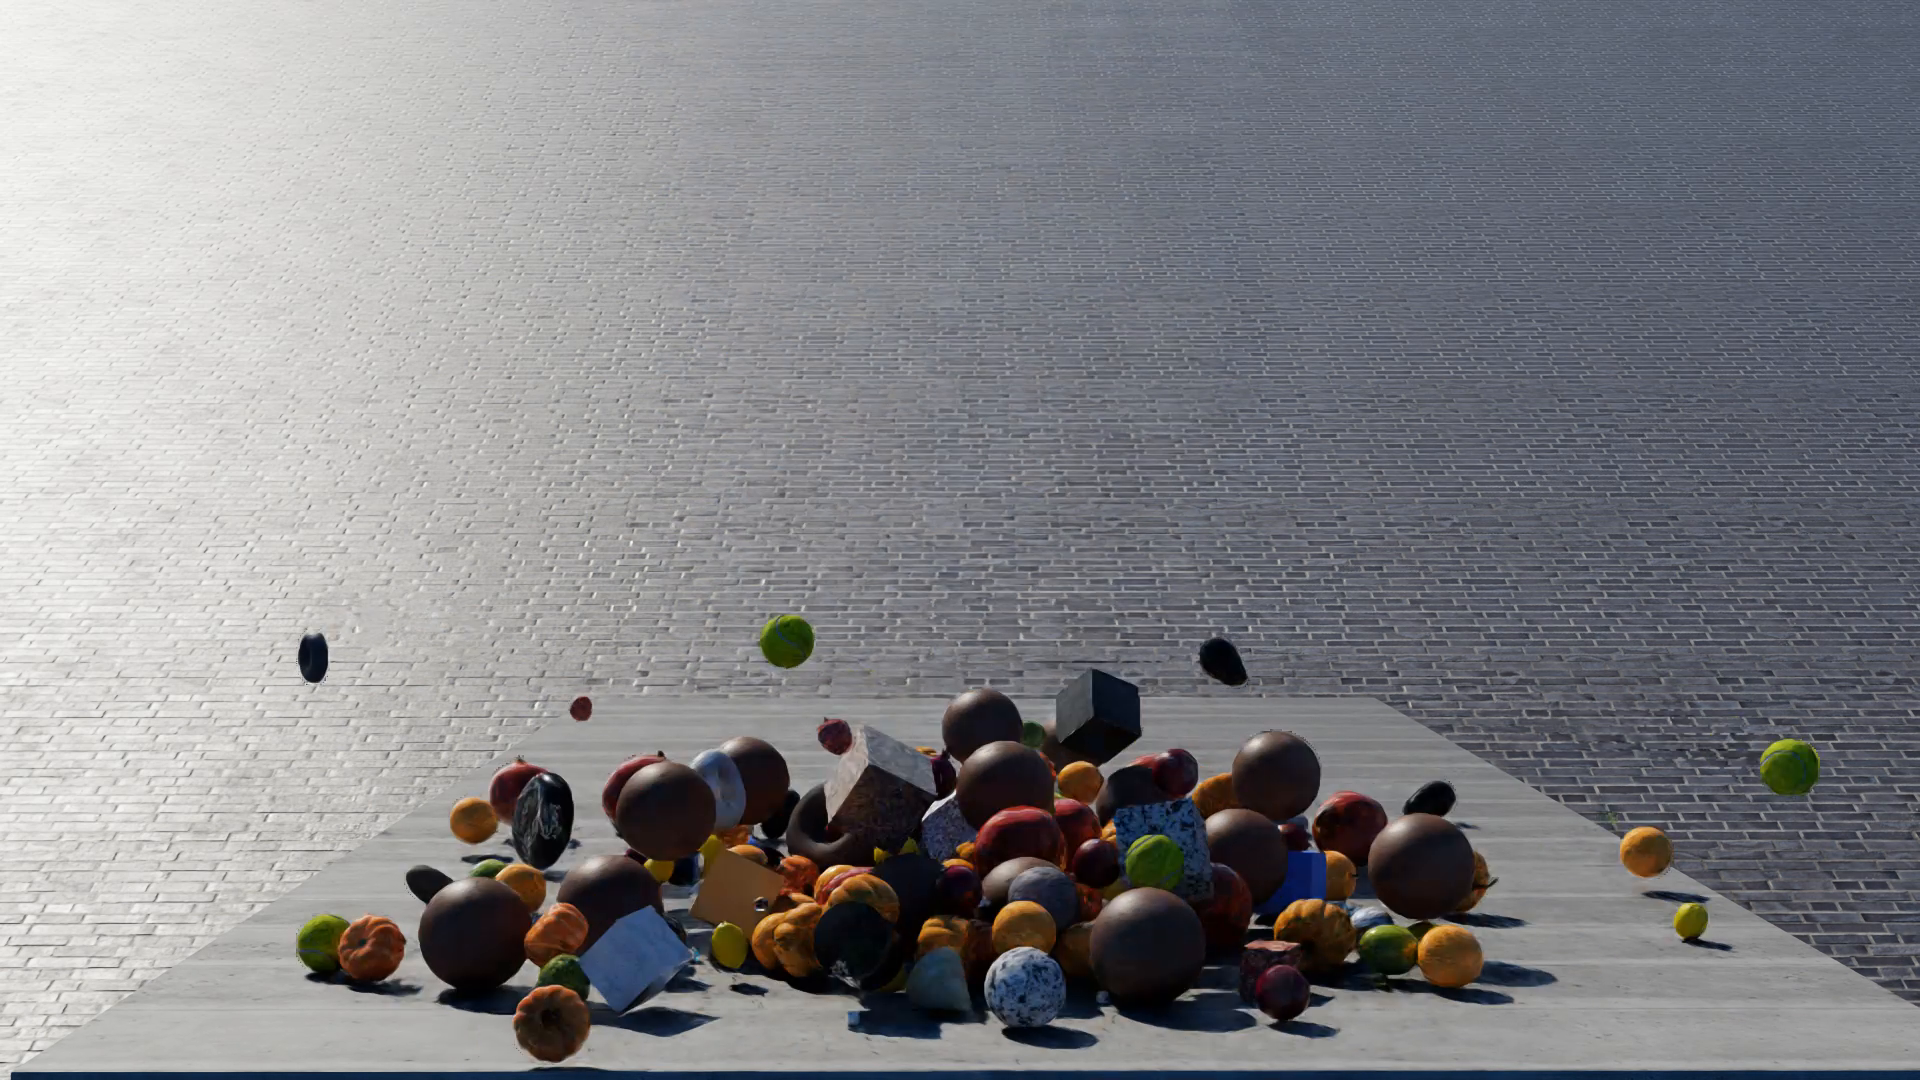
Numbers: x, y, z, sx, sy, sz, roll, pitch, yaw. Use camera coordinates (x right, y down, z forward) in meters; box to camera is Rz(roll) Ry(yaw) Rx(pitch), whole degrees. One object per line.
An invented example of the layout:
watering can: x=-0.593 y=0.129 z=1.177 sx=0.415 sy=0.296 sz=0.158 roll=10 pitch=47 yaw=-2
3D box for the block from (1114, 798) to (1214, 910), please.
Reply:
block: x=0.246 y=0.378 z=3.100 sx=0.096 sy=0.096 sz=0.096 roll=-11 pitch=62 yaw=12

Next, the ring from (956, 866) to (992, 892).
ring: x=0.036 y=0.479 z=3.647 sx=0.083 sy=0.028 sz=0.083 roll=1 pitch=1 yaw=0

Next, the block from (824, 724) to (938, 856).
block: x=-0.096 y=0.300 z=3.095 sx=0.094 sy=0.094 sz=0.094 roll=28 pitch=19 yaw=-18

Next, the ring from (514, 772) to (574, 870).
ring: x=-0.614 y=0.413 z=3.793 sx=0.048 sy=0.143 sz=0.143 roll=12 pitch=16 yaw=-32

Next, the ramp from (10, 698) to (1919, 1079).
ramp: x=0.057 y=0.514 z=4.555 sx=2.000 sy=0.100 sz=4.000 roll=0 pitch=2 yaw=0

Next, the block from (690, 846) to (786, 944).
block: x=-0.273 y=0.436 z=3.156 sx=0.087 sy=0.087 sz=0.087 roll=26 pitch=-13 yaw=-1

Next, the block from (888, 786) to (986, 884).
block: x=-0.041 y=0.402 z=3.538 sx=0.093 sy=0.093 sz=0.093 roll=-35 pitch=22 yaw=-36

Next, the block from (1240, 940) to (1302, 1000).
block: x=0.354 y=0.487 z=2.929 sx=0.054 sy=0.054 sz=0.054 roll=1 pitch=2 yaw=26

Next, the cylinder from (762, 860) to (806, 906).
cylinder: x=-0.244 y=0.467 z=3.511 sx=0.060 sy=0.060 sz=0.060 roll=-7 pitch=-1 yaw=-15

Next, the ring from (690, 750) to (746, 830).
ring: x=-0.326 y=0.336 z=3.467 sx=0.037 sy=0.111 sz=0.111 roll=-16 pitch=19 yaw=21

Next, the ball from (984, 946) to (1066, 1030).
ball: x=0.069 y=0.477 z=2.741 sx=0.088 sy=0.088 sz=0.088 roll=0 pitch=25 yaw=0

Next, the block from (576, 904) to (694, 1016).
block: x=-0.356 y=0.460 z=2.828 sx=0.075 sy=0.075 sz=0.075 roll=48 pitch=20 yaw=12

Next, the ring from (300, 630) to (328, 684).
ring: x=-1.108 y=0.201 z=4.418 sx=0.030 sy=0.091 sz=0.091 roll=9 pitch=18 yaw=-31

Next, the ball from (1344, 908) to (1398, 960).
ball: x=0.498 y=0.477 z=3.123 sx=0.063 sy=0.063 sz=0.063 roll=0 pitch=25 yaw=0

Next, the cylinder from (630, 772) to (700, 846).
cylinder: x=-0.455 y=0.417 z=4.009 sx=0.082 sy=0.082 sz=0.082 roll=-39 pitch=37 yaw=-11

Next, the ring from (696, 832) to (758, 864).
ring: x=-0.352 y=0.467 z=3.892 sx=0.097 sy=0.032 sz=0.097 roll=0 pitch=9 yaw=0

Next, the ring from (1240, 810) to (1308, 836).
ring: x=0.507 y=0.458 z=4.159 sx=0.110 sy=0.037 sz=0.110 roll=1 pitch=-2 yaw=0

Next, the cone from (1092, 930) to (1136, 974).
cone: x=0.176 y=0.477 z=3.017 sx=0.053 sy=0.053 sz=0.053 roll=9 pitch=-16 yaw=19

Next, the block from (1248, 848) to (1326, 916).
block: x=0.432 y=0.452 z=3.402 sx=0.084 sy=0.084 sz=0.084 roll=1 pitch=-6 yaw=21

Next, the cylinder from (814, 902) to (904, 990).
cylinder: x=-0.110 y=0.445 z=2.823 sx=0.083 sy=0.083 sz=0.083 roll=7 pitch=-18 yaw=15

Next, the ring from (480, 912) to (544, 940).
ring: x=-0.569 y=0.491 z=3.276 sx=0.080 sy=0.027 sz=0.080 roll=0 pitch=1 yaw=0

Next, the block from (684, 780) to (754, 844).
block: x=-0.382 y=0.433 z=4.099 sx=0.090 sy=0.090 sz=0.090 roll=0 pitch=2 yaw=9

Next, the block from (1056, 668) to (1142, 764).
block: x=0.215 y=0.274 z=4.015 sx=0.093 sy=0.093 sz=0.093 roll=23 pitch=45 yaw=-27

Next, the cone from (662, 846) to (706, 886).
cone: x=-0.381 y=0.473 z=3.621 sx=0.062 sy=0.062 sz=0.062 roll=-8 pitch=22 yaw=-17

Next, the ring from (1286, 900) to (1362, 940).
ring: x=0.470 y=0.485 z=3.281 sx=0.111 sy=0.037 sz=0.111 roll=1 pitch=3 yaw=0

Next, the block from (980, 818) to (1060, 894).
block: x=0.082 y=0.442 z=3.541 sx=0.084 sy=0.084 sz=0.084 roll=19 pitch=2 yaw=0

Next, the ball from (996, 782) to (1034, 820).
ball: x=0.092 y=0.438 z=4.324 sx=0.066 sy=0.066 sz=0.066 roll=0 pitch=25 yaw=0

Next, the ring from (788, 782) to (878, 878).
ring: x=-0.168 y=0.392 z=3.509 sx=0.149 sy=0.050 sz=0.149 roll=-15 pitch=53 yaw=21

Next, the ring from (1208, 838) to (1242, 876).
ring: x=0.341 y=0.463 z=3.775 sx=0.147 sy=0.049 sz=0.147 roll=1 pitch=-2 yaw=0

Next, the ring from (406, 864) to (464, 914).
ring: x=-0.697 y=0.464 z=3.423 sx=0.087 sy=0.087 sz=0.029 roll=15 pitch=56 yaw=29

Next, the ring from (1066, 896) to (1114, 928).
ring: x=0.154 y=0.485 z=3.363 sx=0.097 sy=0.032 sz=0.097 roll=0 pitch=1 yaw=0

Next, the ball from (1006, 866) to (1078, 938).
ball: x=0.095 y=0.418 z=2.980 sx=0.081 sy=0.081 sz=0.081 roll=0 pitch=25 yaw=0
